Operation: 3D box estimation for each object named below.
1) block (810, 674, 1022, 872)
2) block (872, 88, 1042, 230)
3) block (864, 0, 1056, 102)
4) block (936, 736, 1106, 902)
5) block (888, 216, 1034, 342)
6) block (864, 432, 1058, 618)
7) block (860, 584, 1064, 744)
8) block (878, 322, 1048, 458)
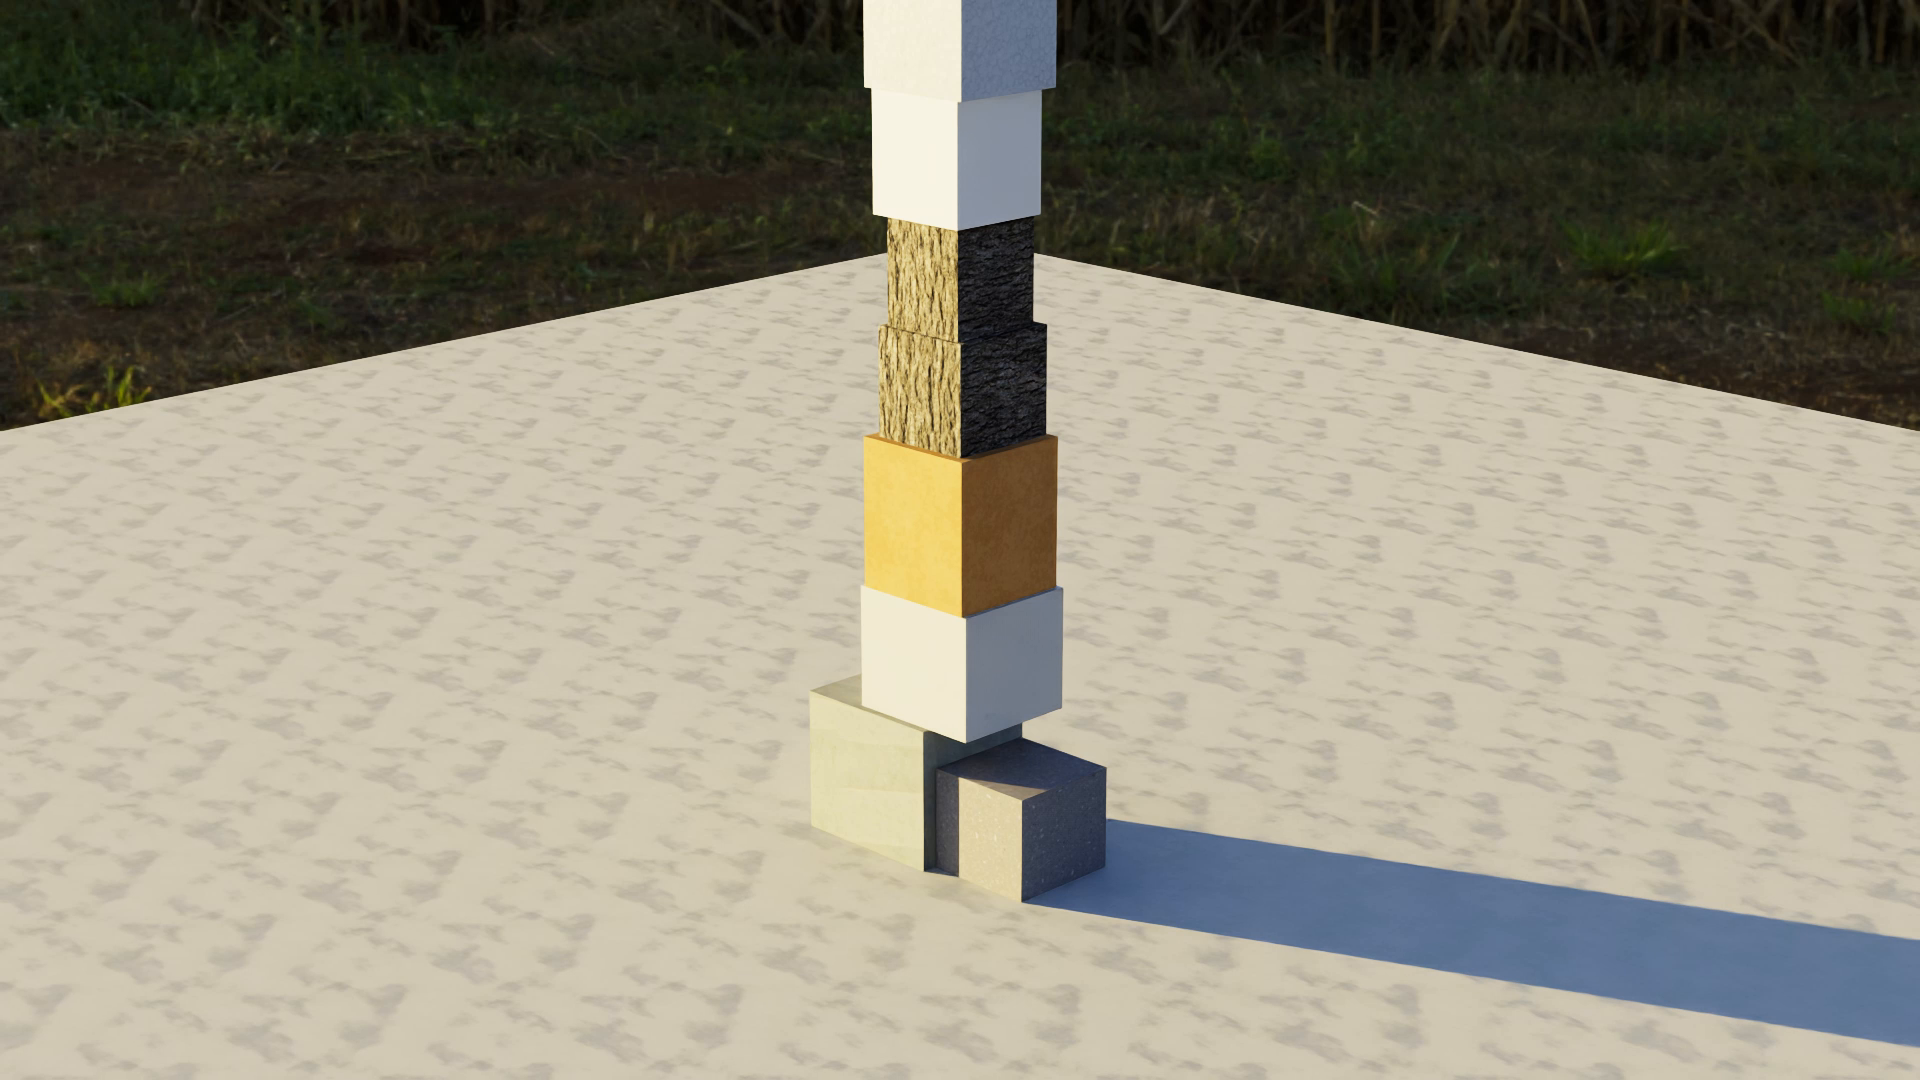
[{"bbox_3d":[-0.207,1.048,13.864,0.654,0.687,0.765,-17,24,-42],"label":"block"},{"bbox_3d":[-0.014,-1.696,12.794,0.517,0.556,0.523,-17,24,-42],"label":"block"},{"bbox_3d":[0.001,-2.191,12.654,0.582,0.472,0.594,-17,24,-42],"label":"block"},{"bbox_3d":[0.280,1.276,13.462,0.560,0.493,0.544,-17,24,-42],"label":"block"},{"bbox_3d":[0.003,-1.196,12.969,0.476,0.504,0.438,-17,24,-42],"label":"block"},{"bbox_3d":[0.004,-0.126,13.306,0.615,0.713,0.621,-17,24,-42],"label":"block"},{"bbox_3d":[0.010,0.492,13.506,0.632,0.588,0.678,-17,24,-42],"label":"block"},{"bbox_3d":[0.013,-0.714,13.131,0.547,0.512,0.516,-17,24,-42],"label":"block"}]
